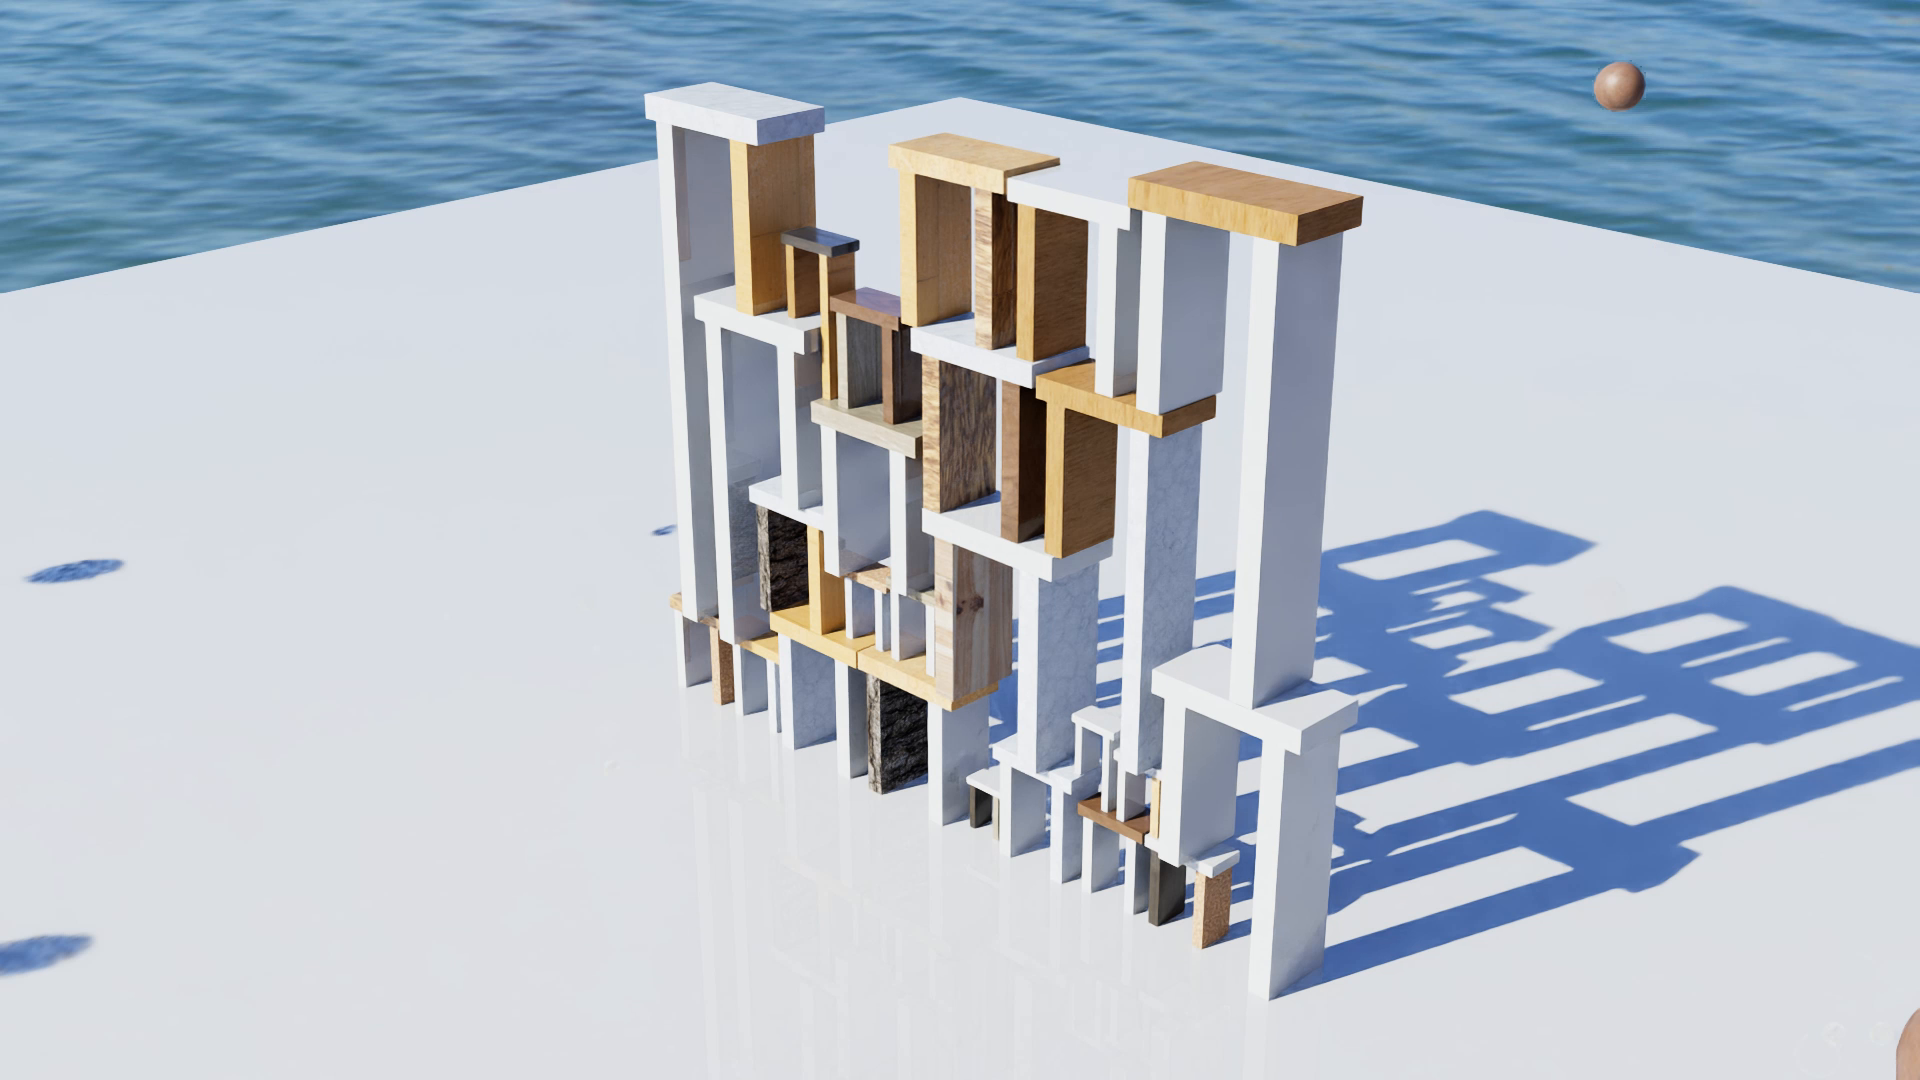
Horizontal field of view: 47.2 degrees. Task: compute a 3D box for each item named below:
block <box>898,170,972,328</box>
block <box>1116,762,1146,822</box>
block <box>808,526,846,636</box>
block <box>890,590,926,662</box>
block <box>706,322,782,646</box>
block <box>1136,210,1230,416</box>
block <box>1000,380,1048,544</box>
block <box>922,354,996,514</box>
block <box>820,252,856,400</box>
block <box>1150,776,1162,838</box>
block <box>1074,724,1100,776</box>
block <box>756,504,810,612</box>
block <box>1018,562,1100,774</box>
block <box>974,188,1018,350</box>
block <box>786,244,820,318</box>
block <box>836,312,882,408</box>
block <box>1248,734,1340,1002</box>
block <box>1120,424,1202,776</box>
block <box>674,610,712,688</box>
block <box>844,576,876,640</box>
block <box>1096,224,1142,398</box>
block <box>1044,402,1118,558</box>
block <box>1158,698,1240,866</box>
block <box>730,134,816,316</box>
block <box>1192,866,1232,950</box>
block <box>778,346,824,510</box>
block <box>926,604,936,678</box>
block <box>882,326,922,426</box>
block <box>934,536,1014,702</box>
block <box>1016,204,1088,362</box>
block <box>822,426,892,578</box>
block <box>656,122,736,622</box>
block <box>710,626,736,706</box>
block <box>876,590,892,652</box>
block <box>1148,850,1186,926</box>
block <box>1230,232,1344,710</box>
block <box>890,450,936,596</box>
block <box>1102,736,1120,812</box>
[{"bbox_3d":[-0.044,-0.548,4.041,0.144,0.287,0.041,-21,31,-41],"label":"block"},{"bbox_3d":[0.318,0.455,4.068,0.017,0.121,0.061,21,31,41],"label":"block"},{"bbox_3d":[-0.255,0.066,4.523,0.034,0.237,0.118,21,31,41],"label":"block"},{"bbox_3d":[-0.103,0.160,4.408,0.076,0.152,0.022,-21,31,-40],"label":"block"},{"bbox_3d":[-0.442,-0.132,4.655,0.048,0.715,0.168,21,31,41],"label":"block"},{"bbox_3d":[0.372,-0.393,3.659,0.048,0.339,0.170,21,31,41],"label":"block"},{"bbox_3d":[0.143,-0.160,3.994,0.043,0.304,0.152,21,31,41],"label":"block"},{"bbox_3d":[0.000,-0.216,4.126,0.152,0.304,0.043,-21,31,-41],"label":"block"},{"bbox_3d":[-0.237,-0.422,4.299,0.073,0.292,0.021,-21,31,-41],"label":"block"},{"bbox_3d":[0.375,0.478,4.015,0.017,0.124,0.061,21,31,41],"label":"block"},{"bbox_3d":[0.240,0.384,4.126,0.053,0.105,0.015,-21,31,-40],"label":"block"},{"bbox_3d":[-0.367,0.023,4.626,0.034,0.237,0.118,21,31,41],"label":"block"},{"bbox_3d":[0.184,0.224,4.118,0.167,0.406,0.047,-21,31,-40],"label":"block"},{"bbox_3d":[0.092,-0.495,3.916,0.144,0.287,0.041,-21,31,-41],"label":"block"},{"bbox_3d":[-0.306,-0.516,4.335,0.021,0.147,0.073,21,31,40],"label":"block"},{"bbox_3d":[-0.194,-0.359,4.279,0.027,0.191,0.095,21,31,41],"label":"block"},{"bbox_3d":[0.581,0.550,3.824,0.161,0.501,0.046,-21,31,-41],"label":"block"},{"bbox_3d":[0.353,0.097,3.877,0.041,0.652,0.144,21,31,41],"label":"block"},{"bbox_3d":[-0.596,0.232,4.976,0.027,0.187,0.094,21,31,41],"label":"block"},{"bbox_3d":[-0.203,0.129,4.504,0.019,0.135,0.067,21,31,41],"label":"block"},{"bbox_3d":[0.294,-0.402,3.735,0.039,0.297,0.139,21,31,41],"label":"block"},{"bbox_3d":[0.217,-0.124,3.930,0.144,0.287,0.041,-21,31,-40],"label":"block"},{"bbox_3d":[0.430,0.408,3.928,0.046,0.321,0.161,21,31,41],"label":"block"},{"bbox_3d":[-0.366,-0.632,4.355,0.049,0.346,0.173,21,31,41],"label":"block"},{"bbox_3d":[0.460,0.659,4.005,0.022,0.158,0.079,21,31,41],"label":"block"},{"bbox_3d":[-0.283,-0.244,4.435,0.048,0.337,0.168,21,31,41],"label":"block"},{"bbox_3d":[-0.031,0.188,4.341,0.076,0.152,0.022,-21,31,-40],"label":"block"},{"bbox_3d":[-0.104,-0.324,4.196,0.027,0.191,0.095,21,31,41],"label":"block"},{"bbox_3d":[0.028,0.129,4.249,0.047,0.333,0.167,21,31,40],"label":"block"},{"bbox_3d":[0.162,-0.463,3.853,0.139,0.277,0.039,-21,31,-41],"label":"block"},{"bbox_3d":[-0.206,-0.096,4.412,0.042,0.314,0.147,21,31,41],"label":"block"},{"bbox_3d":[-0.529,-0.353,4.650,0.049,1.091,0.173,21,31,41],"label":"block"},{"bbox_3d":[-0.508,0.266,4.894,0.027,0.187,0.094,21,31,41],"label":"block"},{"bbox_3d":[-0.140,0.154,4.446,0.019,0.134,0.067,21,31,40],"label":"block"},{"bbox_3d":[0.385,0.630,4.074,0.022,0.157,0.079,21,31,41],"label":"block"},{"bbox_3d":[0.532,-0.116,3.603,0.170,0.806,0.048,-21,31,-41],"label":"block"},{"bbox_3d":[-0.067,-0.052,4.281,0.042,0.293,0.147,21,31,41],"label":"block"},{"bbox_3d":[0.288,0.427,4.089,0.015,0.156,0.053,21,31,41],"label":"block"}]
